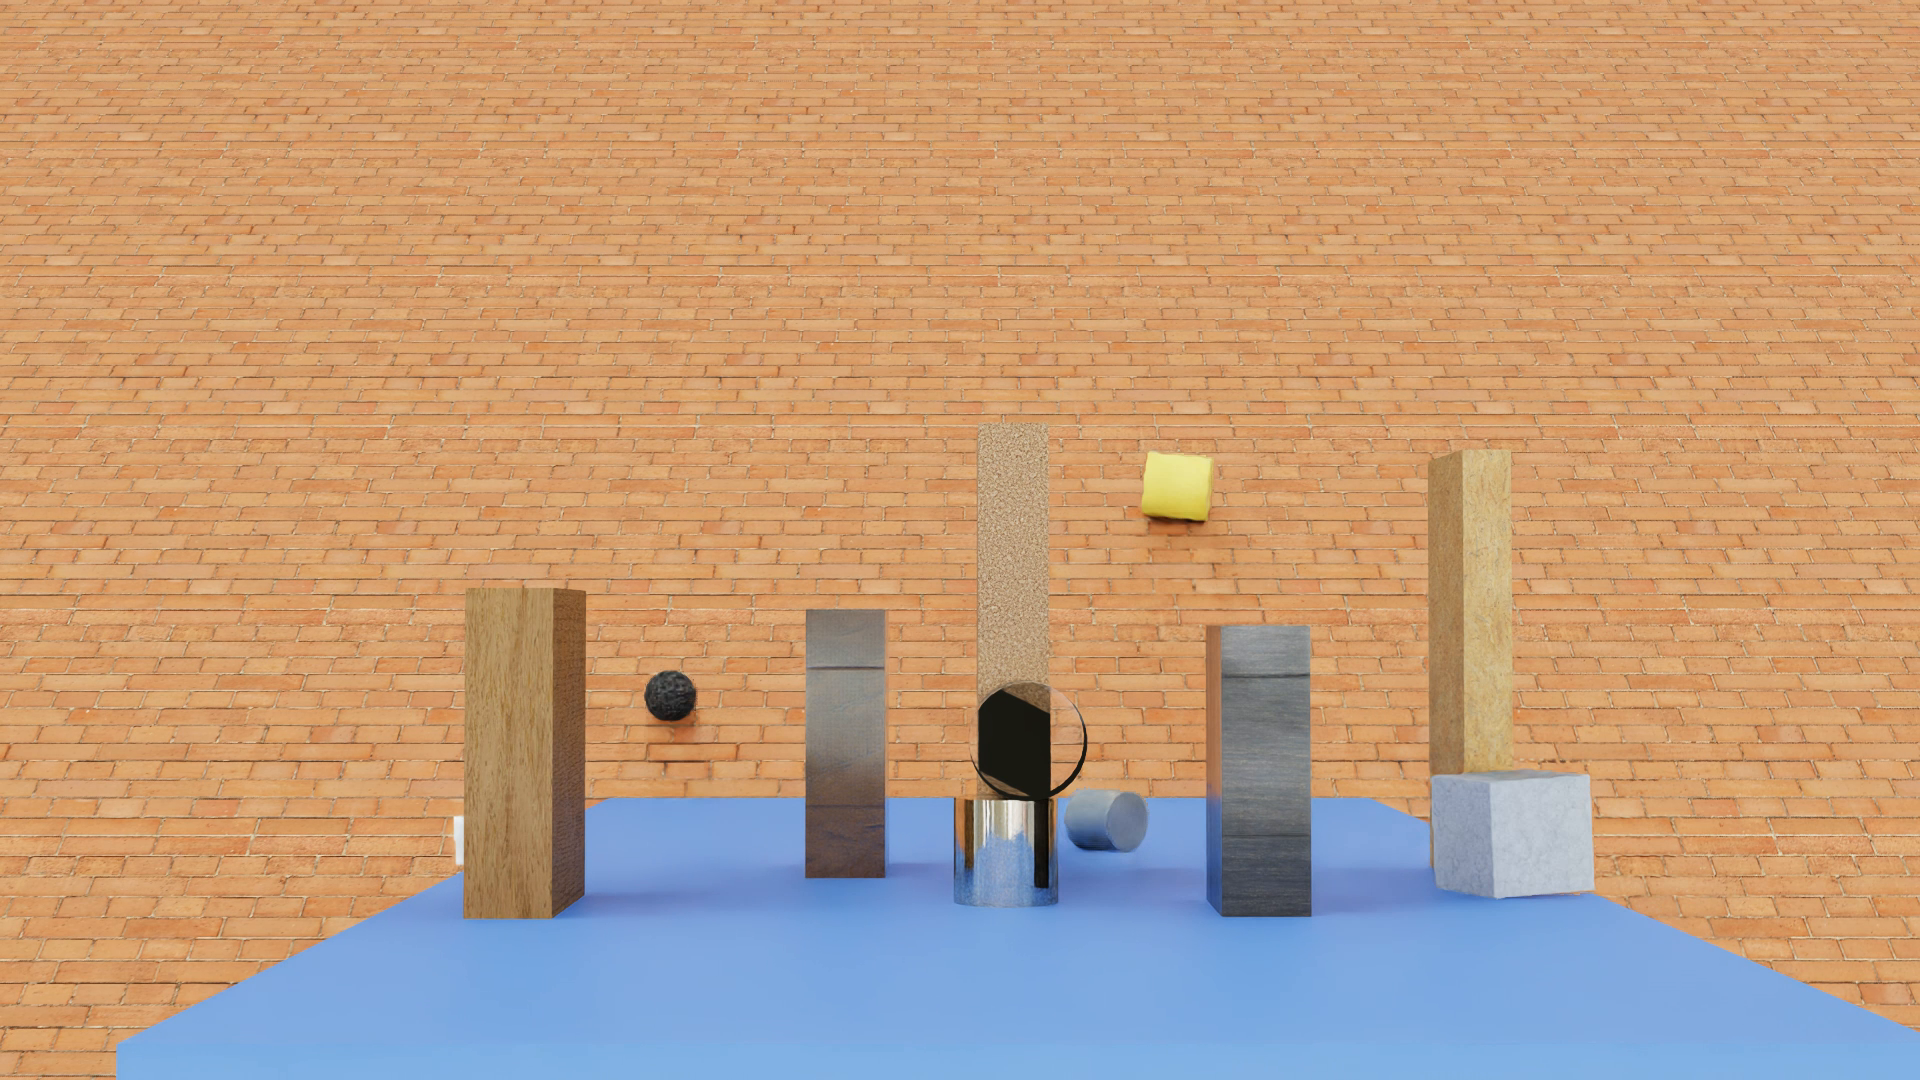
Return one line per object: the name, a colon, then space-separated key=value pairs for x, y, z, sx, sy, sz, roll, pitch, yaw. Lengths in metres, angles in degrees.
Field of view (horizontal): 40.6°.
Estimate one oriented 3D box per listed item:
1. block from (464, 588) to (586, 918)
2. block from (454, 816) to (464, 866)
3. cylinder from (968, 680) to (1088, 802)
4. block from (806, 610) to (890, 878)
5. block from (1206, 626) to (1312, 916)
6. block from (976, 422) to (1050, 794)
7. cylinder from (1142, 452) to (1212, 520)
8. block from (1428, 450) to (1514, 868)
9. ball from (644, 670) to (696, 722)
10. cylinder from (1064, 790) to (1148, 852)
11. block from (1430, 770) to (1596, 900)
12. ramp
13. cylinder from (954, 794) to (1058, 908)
block: x=-0.704 y=0.338 z=4.228 sx=0.138 sy=0.515 sz=0.355 roll=0 pitch=-2 yaw=0
block: x=-1.131 y=0.709 z=6.146 sx=0.112 sy=0.112 sz=0.112 roll=-3 pitch=-5 yaw=-3
cylinder: x=0.110 y=0.329 z=4.284 sx=0.192 sy=0.192 sz=0.192 roll=0 pitch=-2 yaw=0
block: x=-0.207 y=0.372 z=4.823 sx=0.144 sy=0.485 sz=0.261 roll=0 pitch=-2 yaw=0
block: x=0.480 y=0.366 z=4.201 sx=0.140 sy=0.456 sz=0.255 roll=0 pitch=-2 yaw=0
block: x=0.091 y=0.207 z=4.590 sx=0.120 sy=0.799 sz=0.411 roll=0 pitch=-2 yaw=0
cylinder: x=0.671 y=-0.164 z=8.002 sx=0.194 sy=0.194 sz=0.194 roll=5 pitch=35 yaw=9
block: x=0.931 y=0.228 z=4.748 sx=0.085 sy=0.766 sz=0.344 roll=0 pitch=-2 yaw=0
ball: x=-0.803 y=0.433 z=7.204 sx=0.142 sy=0.142 sz=0.142 roll=0 pitch=35 yaw=0
cylinder: x=0.296 y=0.569 z=5.266 sx=0.120 sy=0.120 sz=0.120 roll=-2 pitch=24 yaw=48
block: x=0.946 y=0.501 z=4.454 sx=0.194 sy=0.194 sz=0.194 roll=-2 pitch=-1 yaw=-20
ramp: x=0.077 y=0.665 z=4.838 sx=2.000 sy=0.100 sz=4.000 roll=0 pitch=-2 yaw=0
cylinder: x=0.076 y=0.511 z=4.288 sx=0.173 sy=0.173 sz=0.173 roll=0 pitch=-2 yaw=0
